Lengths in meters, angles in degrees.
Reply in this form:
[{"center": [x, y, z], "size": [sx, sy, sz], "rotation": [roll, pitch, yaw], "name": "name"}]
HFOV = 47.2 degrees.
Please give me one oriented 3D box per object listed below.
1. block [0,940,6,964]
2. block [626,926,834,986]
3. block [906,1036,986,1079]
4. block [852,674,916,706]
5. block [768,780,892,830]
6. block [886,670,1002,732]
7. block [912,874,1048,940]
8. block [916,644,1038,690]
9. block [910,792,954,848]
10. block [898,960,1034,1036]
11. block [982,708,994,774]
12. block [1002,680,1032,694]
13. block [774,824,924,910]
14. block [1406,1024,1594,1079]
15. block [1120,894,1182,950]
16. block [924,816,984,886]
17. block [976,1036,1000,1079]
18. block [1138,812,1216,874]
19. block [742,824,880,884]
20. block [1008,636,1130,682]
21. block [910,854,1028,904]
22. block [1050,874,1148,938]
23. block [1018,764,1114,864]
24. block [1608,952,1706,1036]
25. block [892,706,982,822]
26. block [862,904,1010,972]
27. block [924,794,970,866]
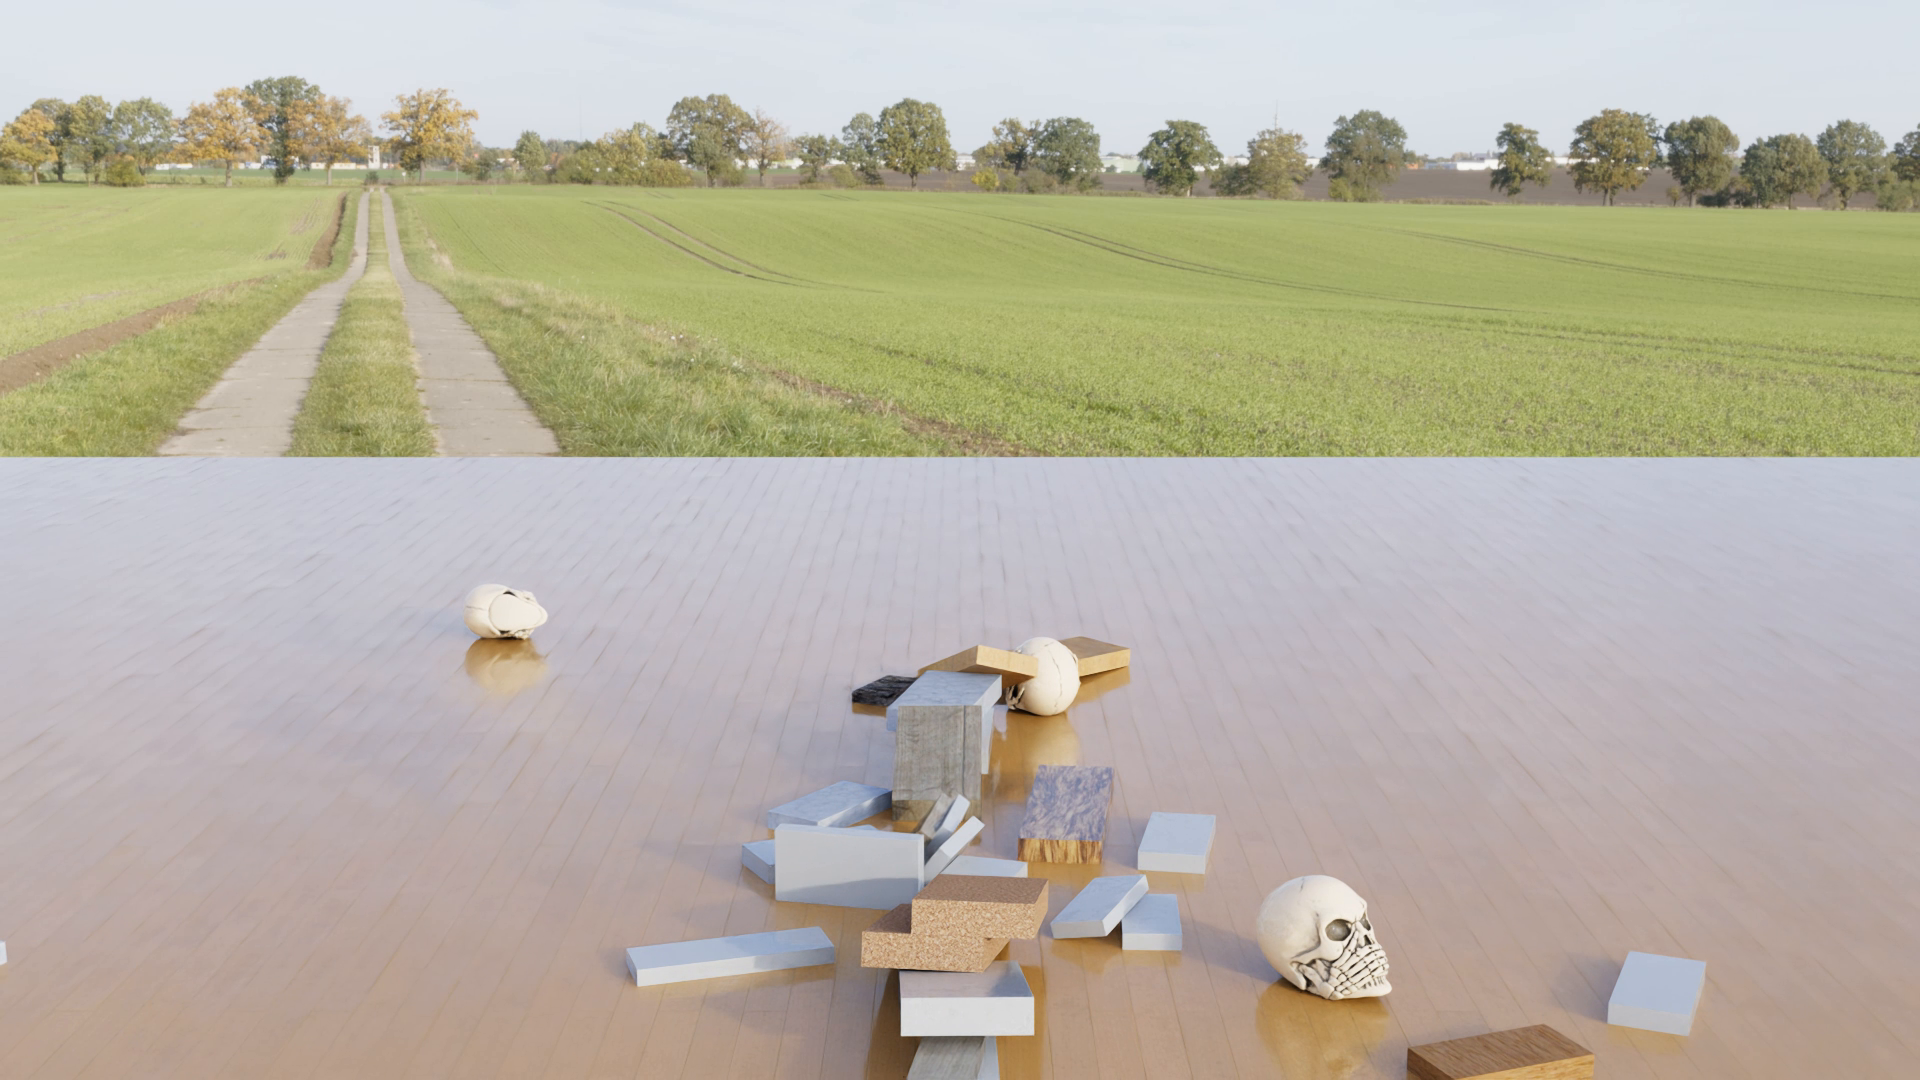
[{"center": [-1.563, 0.644, 3.289], "size": [0.115, 0.033, 0.230], "rotation": [5, 12, 26], "name": "block"}, {"center": [-0.350, 0.635, 3.357], "size": [0.304, 0.026, 0.092], "rotation": [-3, 11, -18], "name": "block"}, {"center": [-0.017, 0.680, 2.846], "size": [0.082, 0.023, 0.164], "rotation": [1, 9, 7], "name": "block"}, {"center": [-0.163, 0.339, 4.954], "size": [0.086, 0.024, 0.172], "rotation": [5, 12, 26], "name": "block"}, {"center": [-0.239, 0.498, 4.074], "size": [0.115, 0.033, 0.230], "rotation": [7, 13, 33], "name": "block"}, {"center": [-0.029, 0.334, 4.535], "size": [0.163, 0.046, 0.327], "rotation": [3, 11, 13], "name": "block"}, {"center": [0.035, 0.546, 3.293], "size": [0.175, 0.049, 0.349], "rotation": [2, -3, 6], "name": "block"}, {"center": [0.035, 0.289, 4.771], "size": [0.146, 0.041, 0.292], "rotation": [13, -19, -24], "name": "block"}, {"center": [-0.065, 0.511, 3.819], "size": [0.026, 0.092, 0.184], "rotation": [38, 18, 1], "name": "block"}, {"center": [0.003, 0.634, 3.057], "size": [0.175, 0.049, 0.349], "rotation": [0, -3, -2], "name": "block"}, {"center": [-0.019, 0.401, 4.427], "size": [0.163, 0.046, 0.327], "rotation": [1, 11, 3], "name": "block"}, {"center": [0.112, 0.321, 5.049], "size": [0.086, 0.024, 0.172], "rotation": [-1, 11, -4], "name": "block"}, {"center": [-0.182, 0.538, 3.612], "size": [0.245, 0.122, 0.035], "rotation": [3, 11, 14], "name": "block"}, {"center": [0.729, 0.704, 2.968], "size": [0.221, 0.031, 0.111], "rotation": [-4, 11, -21], "name": "block"}, {"center": [0.303, 0.607, 3.504], "size": [0.092, 0.026, 0.184], "rotation": [0, 11, 3], "name": "block"}, {"center": [-0.022, 0.534, 3.725], "size": [0.026, 0.092, 0.184], "rotation": [40, 20, 8], "name": "block"}, {"center": [0.008, 0.696, 2.894], "size": [0.084, 0.024, 0.167], "rotation": [0, 9, -1], "name": "block"}, {"center": [0.384, 0.533, 3.884], "size": [0.115, 0.033, 0.230], "rotation": [2, 11, 11], "name": "block"}, {"center": [-0.242, 0.545, 3.819], "size": [0.245, 0.035, 0.122], "rotation": [-5, 12, -27], "name": "block"}, {"center": [0.257, 0.277, 5.163], "size": [0.146, 0.041, 0.292], "rotation": [13, 13, 37], "name": "block"}, {"center": [0.018, 0.580, 3.628], "size": [0.122, 0.035, 0.245], "rotation": [3, 11, 18], "name": "block"}, {"center": [0.224, 0.586, 3.519], "size": [0.092, 0.026, 0.184], "rotation": [-9, 11, 28], "name": "block"}, {"center": [0.199, 0.499, 4.043], "size": [0.146, 0.041, 0.455], "rotation": [1, 11, 7], "name": "block"}, {"center": [1.018, 0.660, 3.209], "size": [0.111, 0.031, 0.221], "rotation": [5, 11, 24], "name": "block"}, {"center": [-0.041, 0.421, 4.187], "size": [0.163, 0.046, 0.327], "rotation": [0, 28, 1], "name": "block"}, {"center": [-0.031, 0.594, 3.297], "size": [0.175, 0.049, 0.349], "rotation": [1, -3, 8], "name": "block"}, {"center": [-0.033, 0.512, 3.843], "size": [0.026, 0.092, 0.184], "rotation": [38, 14, 1], "name": "block"}]
